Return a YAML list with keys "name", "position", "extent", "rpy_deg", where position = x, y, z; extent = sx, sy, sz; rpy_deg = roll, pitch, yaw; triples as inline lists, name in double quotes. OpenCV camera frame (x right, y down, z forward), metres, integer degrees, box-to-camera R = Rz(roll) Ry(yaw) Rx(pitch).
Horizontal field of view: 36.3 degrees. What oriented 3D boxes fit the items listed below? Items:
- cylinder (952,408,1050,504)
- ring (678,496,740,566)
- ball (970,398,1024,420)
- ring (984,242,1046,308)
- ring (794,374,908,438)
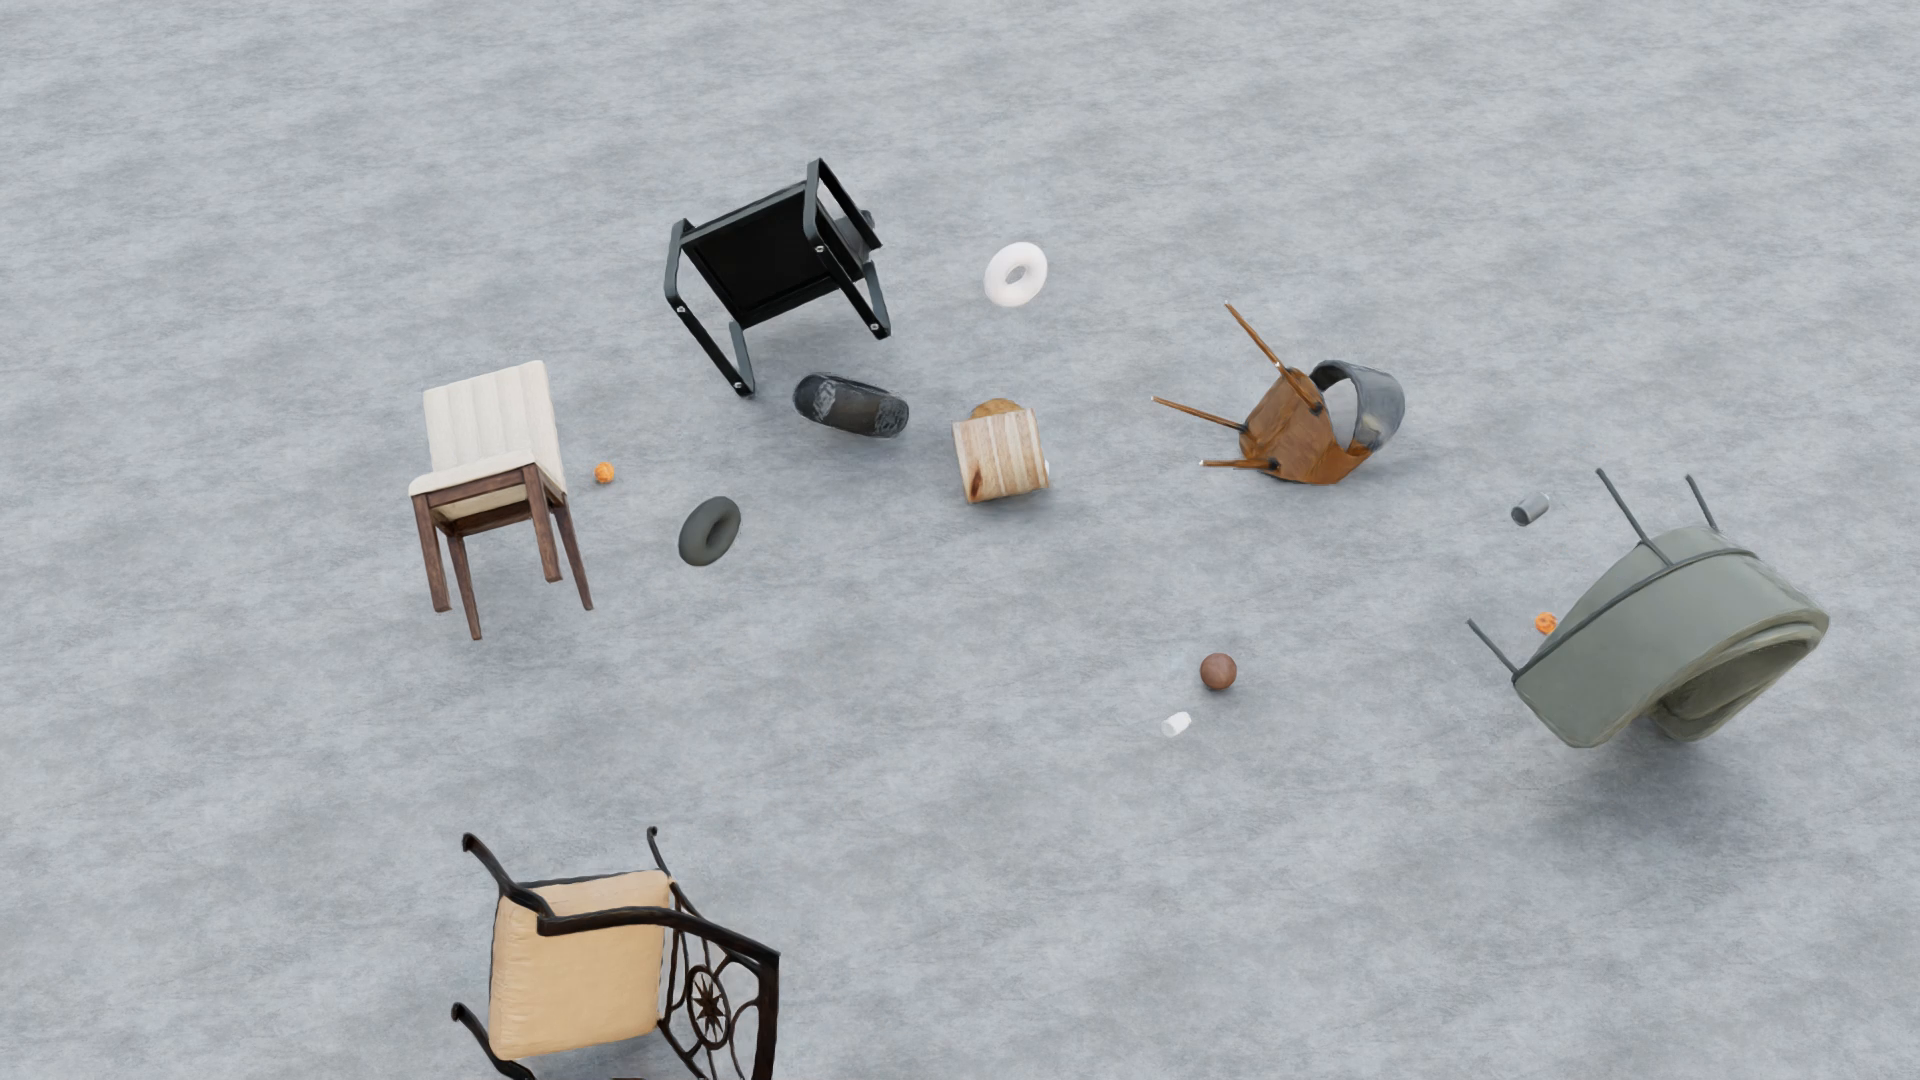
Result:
- name: "cylinder"
  position: [0.155, -0.320, 11.103]
  extent: [0.312, 0.314, 0.273]
  rpy_deg: [-11, 9, 3]
- name: "ring"
  position: [-0.800, -0.028, 9.358]
  extent: [0.092, 0.187, 0.266]
  rpy_deg: [16, 52, 34]
- name: "ball"
  position: [0.152, -0.425, 11.363]
  extent: [0.249, 0.249, 0.249]
  rpy_deg: [0, 33, 0]
- name: "ring"
  position: [0.221, -1.052, 11.640]
  extent: [0.257, 0.297, 0.089]
  rpy_deg: [8, 34, -27]
- name: "ring"
  position: [-0.423, -0.522, 11.454]
  extent: [0.499, 0.176, 0.243]
  rpy_deg: [13, 11, -29]
